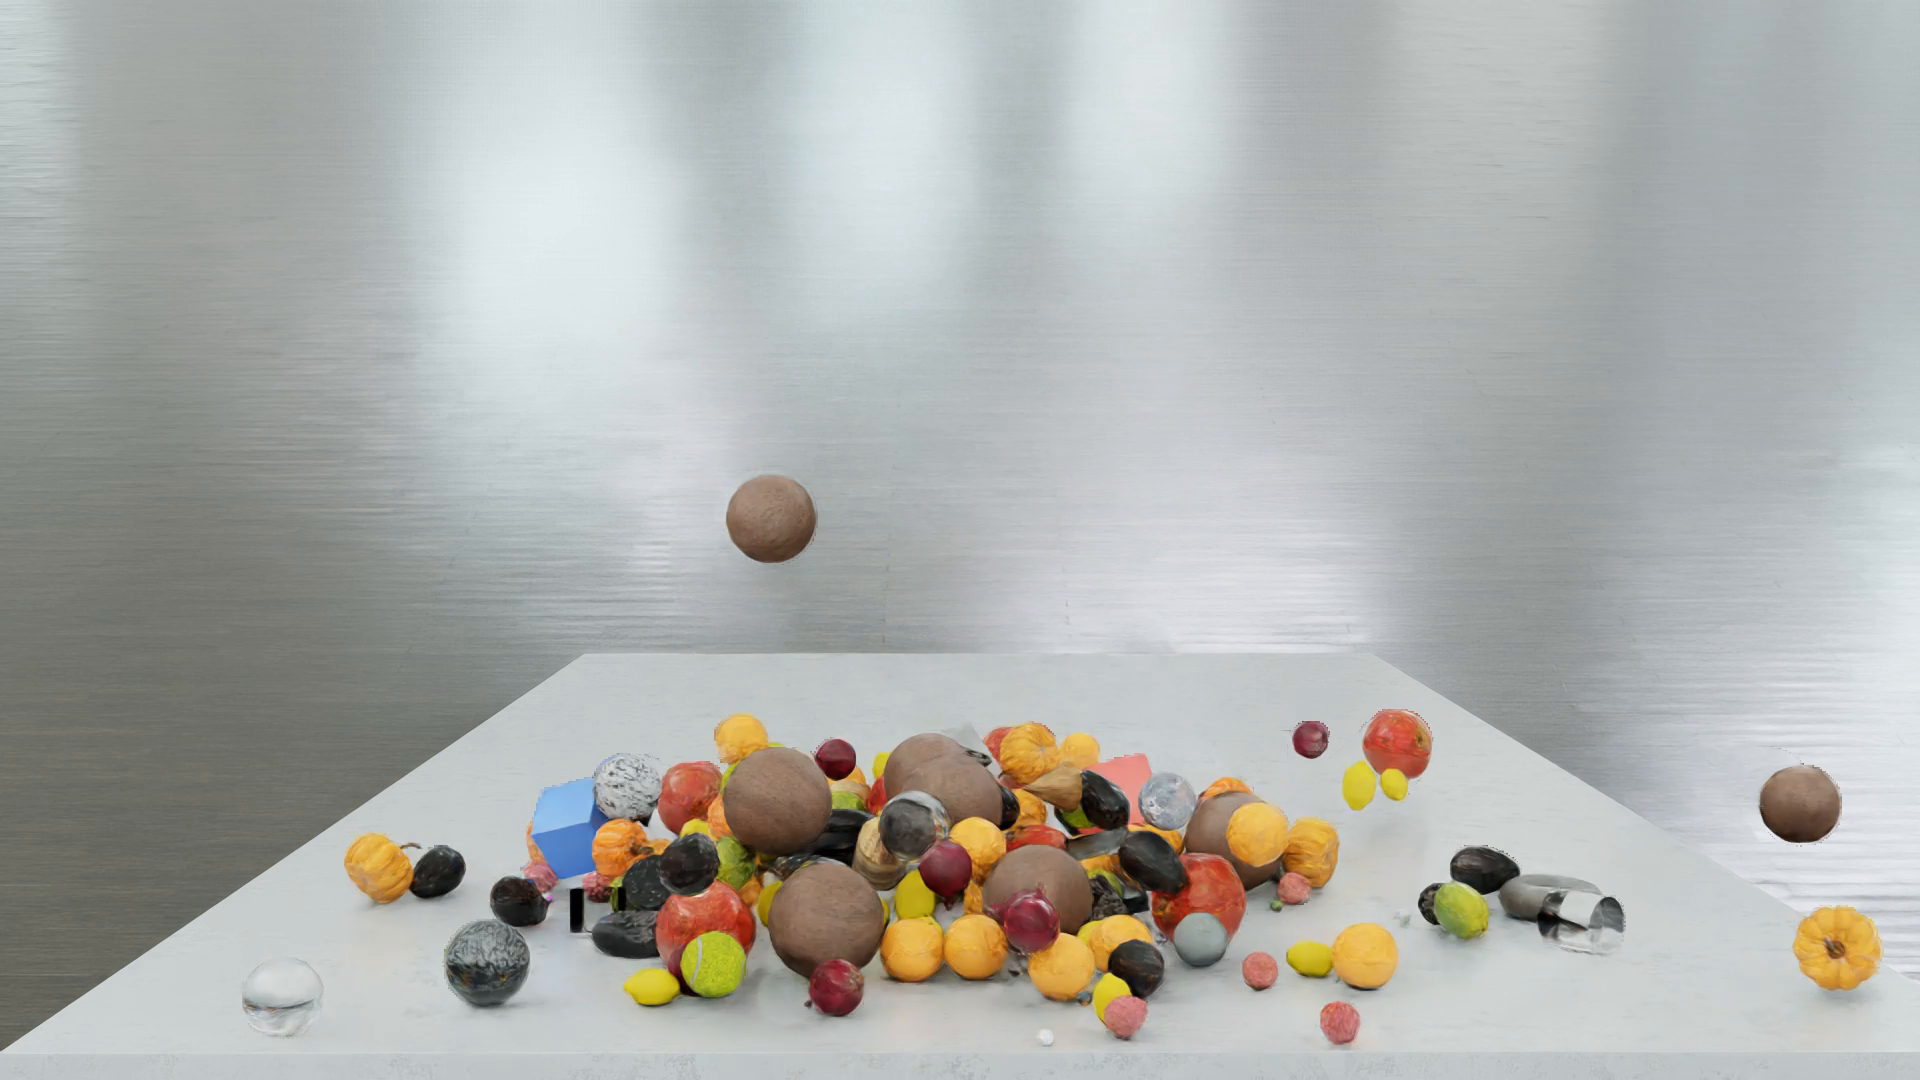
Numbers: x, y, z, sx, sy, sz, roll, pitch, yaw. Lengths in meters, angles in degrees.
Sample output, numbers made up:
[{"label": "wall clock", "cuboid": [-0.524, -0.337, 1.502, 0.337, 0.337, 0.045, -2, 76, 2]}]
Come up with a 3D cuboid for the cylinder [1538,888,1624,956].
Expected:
[{"label": "cylinder", "cuboid": [0.722, 0.444, 2.986, 0.070, 0.070, 0.070, -18, 14, -39]}]

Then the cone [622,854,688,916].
[{"label": "cone", "cuboid": [-0.359, 0.437, 3.108, 0.081, 0.081, 0.081, -8, 40, 7]}]

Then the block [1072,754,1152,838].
[{"label": "block", "cuboid": [0.220, 0.371, 3.653, 0.094, 0.094, 0.094, -9, -20, -20]}]

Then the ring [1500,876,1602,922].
[{"label": "ring", "cuboid": [0.737, 0.447, 3.201, 0.129, 0.043, 0.129, 1, 3, 0]}]

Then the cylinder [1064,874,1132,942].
[{"label": "cylinder", "cuboid": [0.163, 0.435, 3.032, 0.057, 0.057, 0.057, -18, 64, -39]}]

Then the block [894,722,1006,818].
[{"label": "block", "cuboid": [-0.016, 0.352, 3.876, 0.100, 0.100, 0.100, -38, 7, -34]}]

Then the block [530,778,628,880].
[{"label": "block", "cuboid": [-0.496, 0.376, 3.355, 0.084, 0.084, 0.084, -15, 35, 16]}]

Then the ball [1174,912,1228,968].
[{"label": "ball", "cuboid": [0.271, 0.451, 2.898, 0.062, 0.062, 0.062, 0, 21, 0]}]

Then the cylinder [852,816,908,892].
[{"label": "cylinder", "cuboid": [-0.099, 0.401, 3.282, 0.070, 0.070, 0.070, 5, 54, -7]}]

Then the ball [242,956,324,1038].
[{"label": "ball", "cuboid": [-0.683, 0.461, 2.593, 0.081, 0.081, 0.081, 0, 21, 0]}]

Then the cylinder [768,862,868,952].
[{"label": "cylinder", "cuboid": [-0.165, 0.428, 2.997, 0.093, 0.093, 0.093, 5, 1, 13]}]

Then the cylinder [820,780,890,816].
[{"label": "cylinder", "cuboid": [-0.153, 0.398, 3.783, 0.079, 0.079, 0.079, -13, 10, -31]}]

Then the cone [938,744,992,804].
[{"label": "cone", "cuboid": [-0.004, 0.354, 3.798, 0.083, 0.083, 0.083, 16, 9, -3]}]

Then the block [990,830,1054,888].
[{"label": "block", "cuboid": [0.082, 0.424, 3.422, 0.060, 0.060, 0.060, 7, 6, 32]}]

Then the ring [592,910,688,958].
[{"label": "ring", "cuboid": [-0.375, 0.461, 3.005, 0.111, 0.037, 0.111, 1, 7, 0]}]

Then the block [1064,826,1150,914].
[{"label": "block", "cuboid": [0.180, 0.413, 3.166, 0.082, 0.082, 0.082, -12, 13, -3]}]

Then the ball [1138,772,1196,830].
[{"label": "ball", "cuboid": [0.239, 0.302, 2.967, 0.067, 0.067, 0.067, 0, 21, 0]}]

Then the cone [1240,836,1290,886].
[{"label": "cone", "cuboid": [0.419, 0.441, 3.425, 0.067, 0.067, 0.067, -12, 36, -28]}]

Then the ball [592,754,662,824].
[{"label": "ball", "cuboid": [-0.427, 0.320, 3.299, 0.088, 0.088, 0.088, 0, 21, 0]}]

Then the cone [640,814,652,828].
[{"label": "cone", "cuboid": [-0.458, 0.381, 3.757, 0.059, 0.059, 0.059, -51, 38, -8]}]

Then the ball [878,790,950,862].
[{"label": "ball", "cuboid": [-0.055, 0.343, 3.075, 0.086, 0.086, 0.086, 0, 21, 0]}]

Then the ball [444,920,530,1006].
[{"label": "ball", "cuboid": [-0.502, 0.449, 2.730, 0.090, 0.090, 0.090, 0, 21, 0]}]

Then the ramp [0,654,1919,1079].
[{"label": "ramp", "cuboid": [0.049, 0.446, 4.532, 2.000, 0.100, 4.000, 0, 3, 0]}]

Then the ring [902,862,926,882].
[{"label": "ring", "cuboid": [-0.092, 0.436, 3.418, 0.094, 0.031, 0.094, 5, -12, 1]}]

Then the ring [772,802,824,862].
[{"label": "ring", "cuboid": [-0.217, 0.409, 3.577, 0.094, 0.031, 0.094, 13, 54, -18]}]

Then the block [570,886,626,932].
[{"label": "block", "cuboid": [-0.432, 0.441, 3.069, 0.052, 0.052, 0.052, 3, -8, -27]}]

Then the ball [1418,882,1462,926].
[{"label": "ball", "cuboid": [0.585, 0.443, 3.131, 0.052, 0.052, 0.052, 0, 21, 0]}]

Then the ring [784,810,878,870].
[{"label": "ring", "cuboid": [-0.163, 0.406, 3.463, 0.146, 0.146, 0.049, -2, 61, -5]}]
